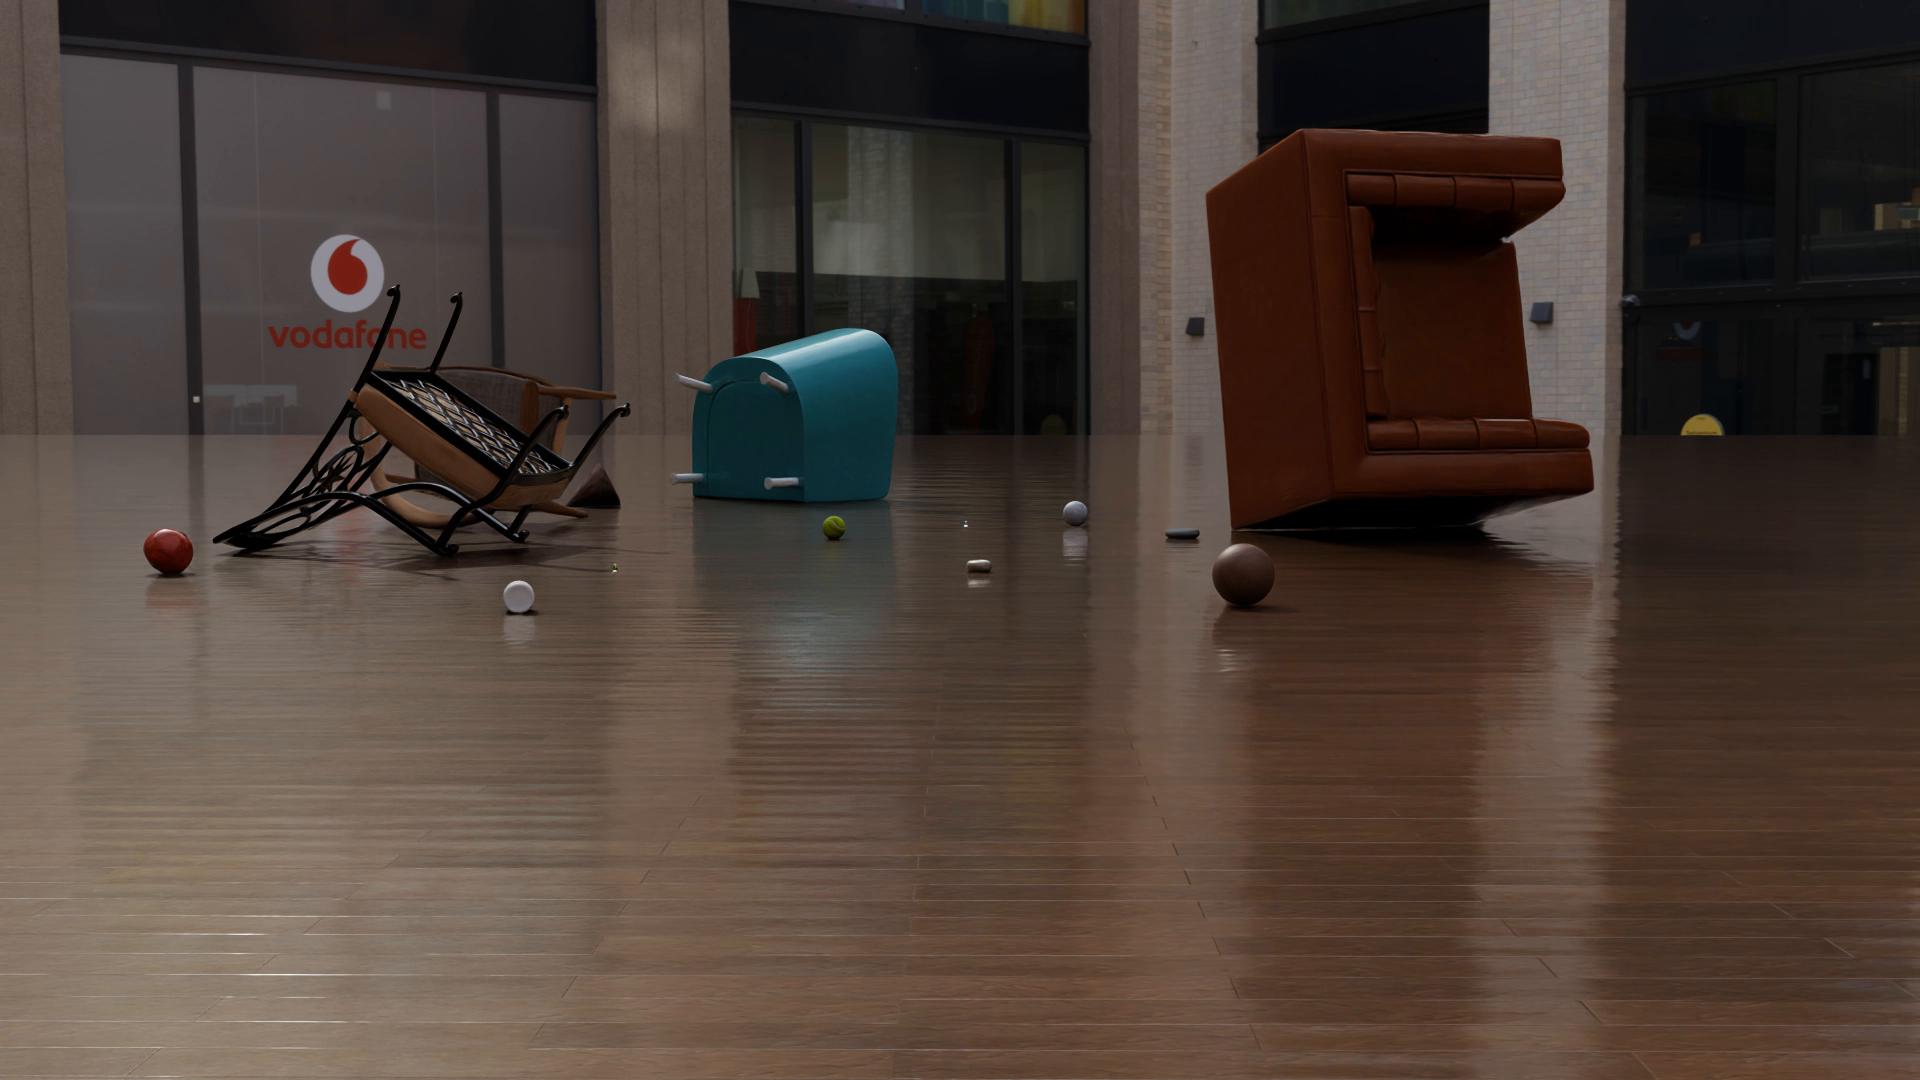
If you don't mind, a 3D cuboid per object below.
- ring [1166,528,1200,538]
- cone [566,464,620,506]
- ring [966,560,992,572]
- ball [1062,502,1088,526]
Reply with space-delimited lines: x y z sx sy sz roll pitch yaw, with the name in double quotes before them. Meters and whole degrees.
"ring" 0.672 -0.021 6.643 0.102 0.029 0.130 -1 4 -8
"cone" -1.429 -0.171 8.428 0.188 0.182 0.216 -28 -1 -13
"ring" 0.047 0.064 5.408 0.061 0.028 0.081 -3 4 -18
"ball" 0.378 -0.086 7.195 0.082 0.082 0.082 0 4 0
